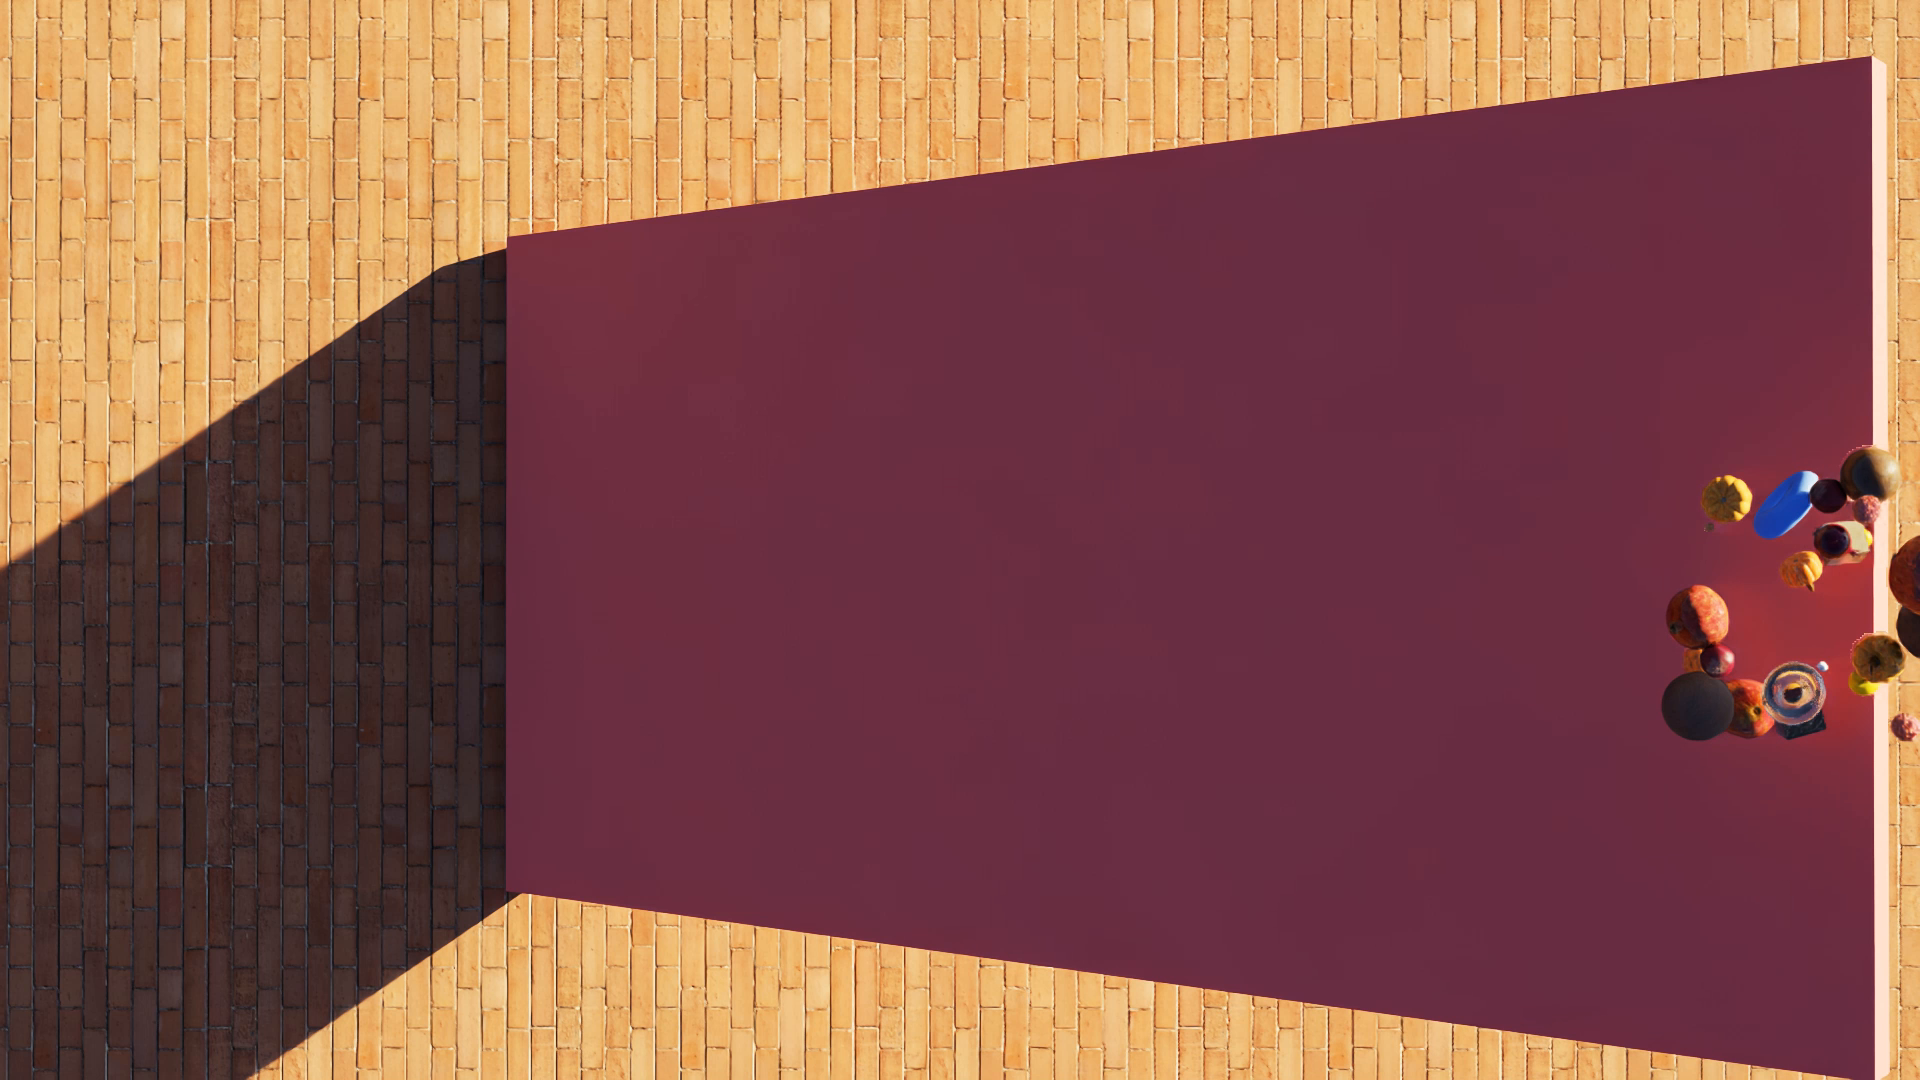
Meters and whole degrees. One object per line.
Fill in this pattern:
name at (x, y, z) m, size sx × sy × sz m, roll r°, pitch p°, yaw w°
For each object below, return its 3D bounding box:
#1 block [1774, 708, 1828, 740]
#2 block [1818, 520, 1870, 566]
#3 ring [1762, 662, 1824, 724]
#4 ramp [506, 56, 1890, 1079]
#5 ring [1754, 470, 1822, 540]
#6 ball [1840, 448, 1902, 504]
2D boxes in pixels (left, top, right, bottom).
block at (1.509, 0.311, 3.966) m, size 0.071 × 0.071 × 0.071 m, roll -17°, pitch 93°, yaw 8°
block at (1.578, 0.005, 3.927) m, size 0.061 × 0.061 × 0.061 m, roll -7°, pitch 70°, yaw 4°
ring at (1.447, 0.266, 3.820) m, size 0.037 × 0.111 × 0.111 m, roll 21°, pitch 90°, yaw -42°
ramp at (0.226, 0.064, 5.543) m, size 4.000 × 0.100 × 2.000 m, roll 0°, pitch 89°, yaw 38°
ring at (1.426, -0.060, 3.791) m, size 0.047 × 0.140 × 0.140 m, roll 40°, pitch 90°, yaw 3°
ball at (1.509, -0.106, 3.645) m, size 0.095 × 0.095 × 0.095 m, roll 0°, pitch 90°, yaw 0°
